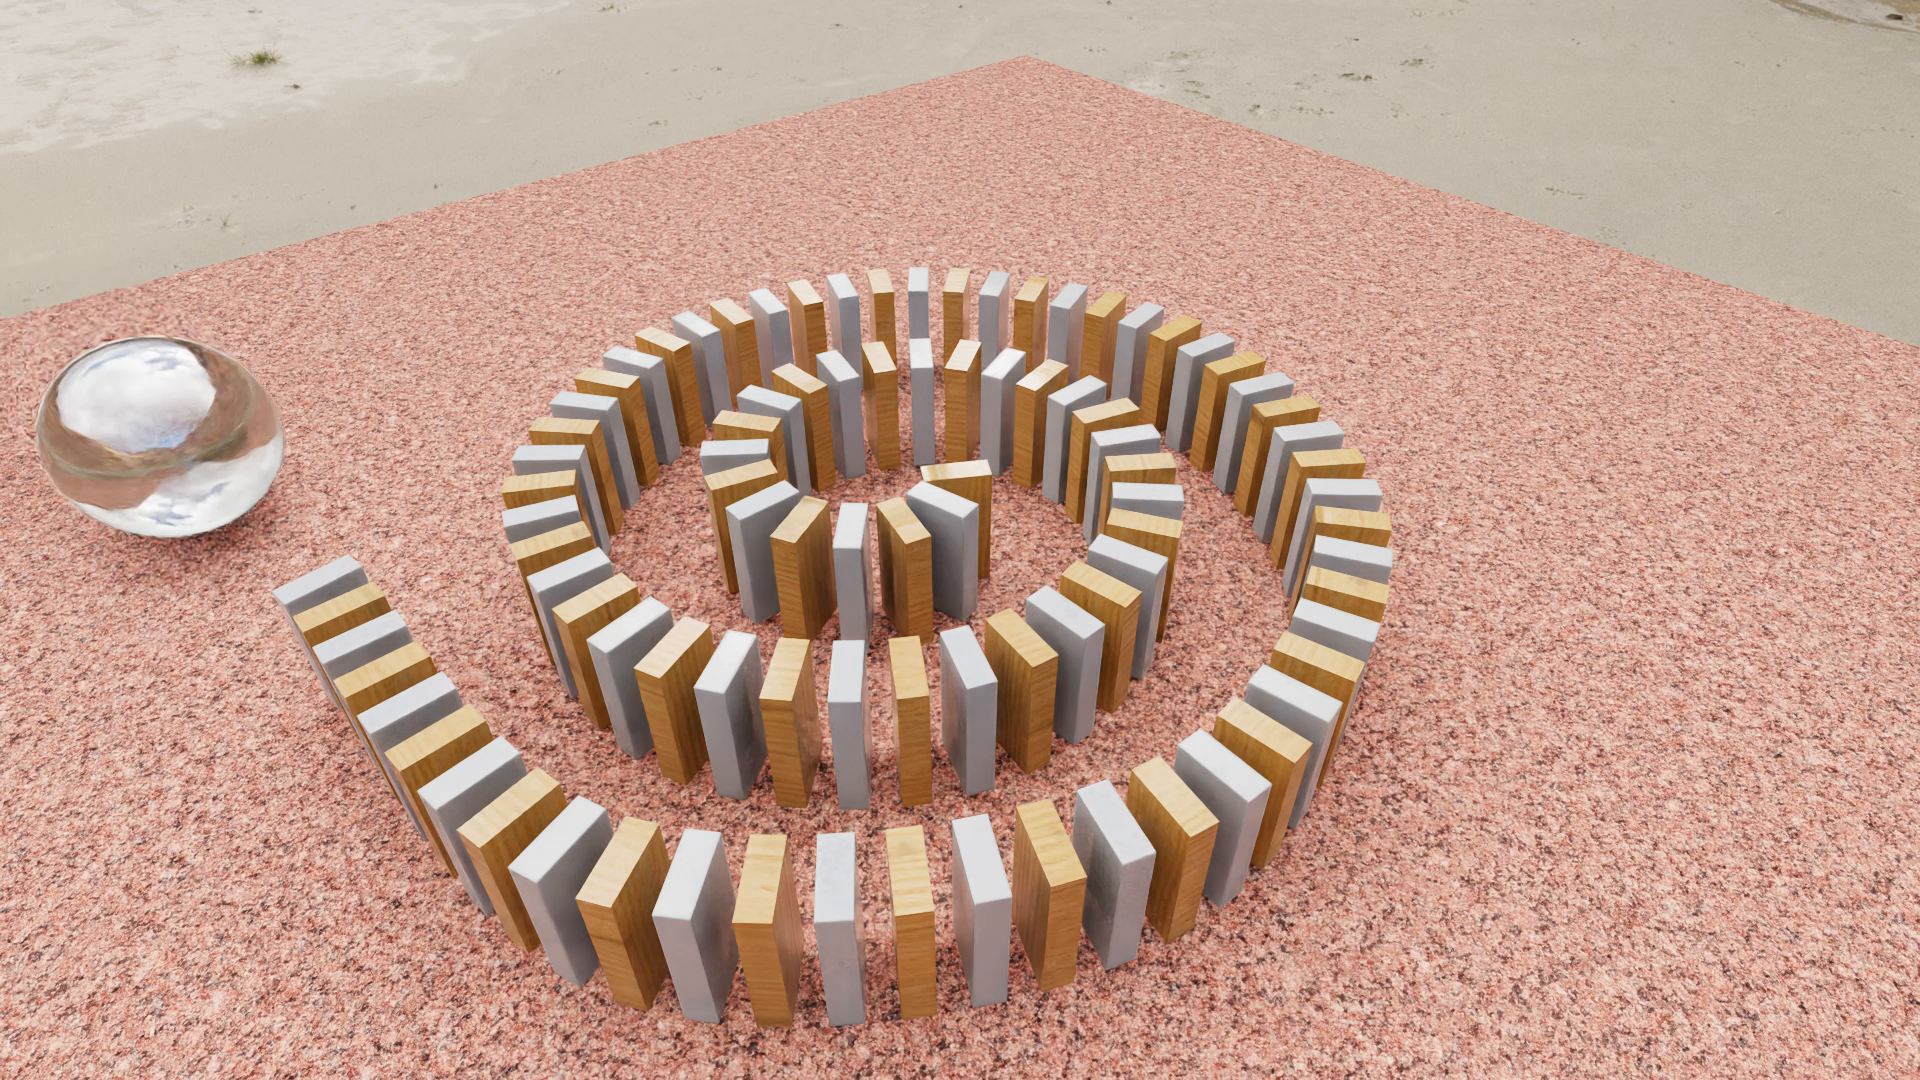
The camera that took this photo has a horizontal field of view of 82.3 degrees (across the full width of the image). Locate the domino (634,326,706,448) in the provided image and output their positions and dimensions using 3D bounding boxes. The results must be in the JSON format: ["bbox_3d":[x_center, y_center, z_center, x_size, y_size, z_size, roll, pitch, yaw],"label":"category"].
[{"bbox_3d":[-0.130,-0.068,0.495,0.025,0.050,0.010,24,45,27],"label":"domino"}]

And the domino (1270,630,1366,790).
[{"bbox_3d":[0.108,0.054,0.346,0.025,0.050,0.010,23,44,25],"label":"domino"}]

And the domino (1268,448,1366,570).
[{"bbox_3d":[0.138,-0.011,0.425,0.025,0.050,0.009,-4,39,-5],"label":"domino"}]

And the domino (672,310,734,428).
[{"bbox_3d":[-0.118,-0.077,0.506,0.010,0.050,0.025,-31,49,-32],"label":"domino"}]

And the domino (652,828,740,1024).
[{"bbox_3d":[-0.067,0.101,0.288,0.009,0.050,0.025,5,40,6],"label":"domino"}]

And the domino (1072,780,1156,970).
[{"bbox_3d":[0.040,0.092,0.300,0.010,0.050,0.025,-15,42,-18],"label":"domino"}]

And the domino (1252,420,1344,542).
[{"bbox_3d":[0.135,-0.023,0.439,0.025,0.050,0.009,-8,40,-9],"label":"domino"}]

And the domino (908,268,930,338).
[{"bbox_3d":[-0.020,-0.105,0.540,0.009,0.050,0.025,0,39,-1],"label":"domino"}]

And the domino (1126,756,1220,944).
[{"bbox_3d":[0.057,0.087,0.306,0.010,0.050,0.025,-20,43,-23],"label":"domino"}]

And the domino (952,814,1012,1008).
[{"bbox_3d":[0.005,0.099,0.291,0.010,0.050,0.025,-8,40,-10],"label":"domino"}]

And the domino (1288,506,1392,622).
[{"bbox_3d":[0.136,0.012,0.397,0.025,0.050,0.010,7,40,8],"label":"domino"}]

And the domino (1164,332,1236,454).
[{"bbox_3d":[0.107,-0.065,0.491,0.025,0.050,0.009,-23,45,-25],"label":"domino"}]

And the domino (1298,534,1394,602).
[{"bbox_3d":[0.132,0.023,0.384,0.025,0.050,0.010,12,41,14],"label":"domino"}]

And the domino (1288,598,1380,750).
[{"bbox_3d":[0.117,0.044,0.358,0.025,0.050,0.009,19,43,22],"label":"domino"}]

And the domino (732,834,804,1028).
[{"bbox_3d":[-0.049,0.102,0.287,0.009,0.050,0.025,1,39,1],"label":"domino"}]

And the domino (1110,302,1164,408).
[{"bbox_3d":[0.082,-0.082,0.512,0.009,0.050,0.025,26,46,28],"label":"domino"}]

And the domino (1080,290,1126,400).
[{"bbox_3d":[0.067,-0.089,0.520,0.010,0.050,0.025,21,44,23],"label":"domino"}]

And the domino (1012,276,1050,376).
[{"bbox_3d":[0.034,-0.099,0.532,0.010,0.050,0.025,13,41,15],"label":"domino"}]

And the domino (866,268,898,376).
[{"bbox_3d":[-0.038,-0.104,0.538,0.010,0.050,0.025,-7,40,-9],"label":"domino"}]

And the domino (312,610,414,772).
[{"bbox_3d":[-0.183,0.049,0.352,0.025,0.050,0.010,-30,48,-31],"label":"domino"}]

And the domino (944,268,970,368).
[{"bbox_3d":[-0.002,-0.104,0.539,0.009,0.050,0.025,5,40,6],"label":"domino"}]

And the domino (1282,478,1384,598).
[{"bbox_3d":[0.138,0.000,0.411,0.025,0.050,0.009,1,39,1],"label":"domino"}]

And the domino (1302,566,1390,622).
[{"bbox_3d":[0.125,0.034,0.370,0.025,0.050,0.009,16,42,18],"label":"domino"}]

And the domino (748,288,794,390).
[{"bbox_3d":[-0.089,-0.091,0.523,0.009,0.050,0.025,-21,44,-23],"label":"domino"}]

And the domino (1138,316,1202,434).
[{"bbox_3d":[0.096,-0.075,0.503,0.025,0.050,0.009,-30,48,-32],"label":"domino"}]

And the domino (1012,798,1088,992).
[{"bbox_3d":[0.023,0.096,0.295,0.009,0.050,0.025,-11,41,-13],"label":"domino"}]

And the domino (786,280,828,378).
[{"bbox_3d":[-0.072,-0.096,0.529,0.010,0.050,0.025,-17,42,-19],"label":"domino"}]

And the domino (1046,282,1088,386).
[{"bbox_3d":[0.051,-0.094,0.527,0.009,0.050,0.025,16,42,19],"label":"domino"}]

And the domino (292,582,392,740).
[{"bbox_3d":[-0.196,0.040,0.363,0.025,0.050,0.009,-30,48,-32],"label":"domino"}]

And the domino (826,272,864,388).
[{"bbox_3d":[-0.056,-0.101,0.535,0.010,0.050,0.025,-12,41,-14],"label":"domino"}]

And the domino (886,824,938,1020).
[{"bbox_3d":[-0.013,0.101,0.288,0.009,0.050,0.025,-5,40,-6],"label":"domino"}]

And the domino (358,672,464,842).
[{"bbox_3d":[-0.159,0.066,0.331,0.025,0.050,0.009,-32,49,-33],"label":"domino"}]

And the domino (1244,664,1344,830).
[{"bbox_3d":[0.097,0.063,0.334,0.025,0.050,0.010,27,46,29],"label":"domino"}]

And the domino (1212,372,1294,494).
[{"bbox_3d":[0.124,-0.045,0.466,0.025,0.050,0.010,-15,42,-17],"label":"domino"}]

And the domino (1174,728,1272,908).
[{"bbox_3d":[0.072,0.080,0.314,0.010,0.050,0.025,-27,46,-29],"label":"domino"}]

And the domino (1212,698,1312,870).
[{"bbox_3d":[0.085,0.072,0.323,0.025,0.050,0.009,31,49,32],"label":"domino"}]

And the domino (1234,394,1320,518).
[{"bbox_3d":[0.130,-0.034,0.453,0.025,0.050,0.009,-11,41,-13],"label":"domino"}]

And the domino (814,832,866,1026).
[{"bbox_3d":[-0.031,0.102,0.287,0.009,0.050,0.025,-2,39,-3],"label":"domino"}]

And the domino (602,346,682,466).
[{"bbox_3d":[-0.139,-0.058,0.483,0.025,0.050,0.009,17,42,20],"label":"domino"}]

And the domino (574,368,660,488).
[{"bbox_3d":[-0.146,-0.048,0.470,0.025,0.050,0.010,12,41,14],"label":"domino"}]

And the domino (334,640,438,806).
[{"bbox_3d":[-0.171,0.057,0.342,0.025,0.050,0.010,-30,48,-32],"label":"domino"}]

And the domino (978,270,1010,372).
[{"bbox_3d":[0.016,-0.102,0.536,0.009,0.050,0.025,9,40,11],"label":"domino"}]

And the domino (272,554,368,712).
[{"bbox_3d":[-0.209,0.032,0.373,0.009,0.050,0.025,30,48,31],"label":"domino"}]

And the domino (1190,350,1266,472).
[{"bbox_3d":[0.116,-0.055,0.479,0.025,0.050,0.009,-18,43,-21],"label":"domino"}]

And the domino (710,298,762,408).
[{"bbox_3d":[-0.104,-0.085,0.515,0.010,0.050,0.025,-25,46,-28],"label":"domino"}]

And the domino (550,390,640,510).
[{"bbox_3d":[-0.151,-0.037,0.456,0.025,0.050,0.010,8,40,9],"label":"domino"}]
